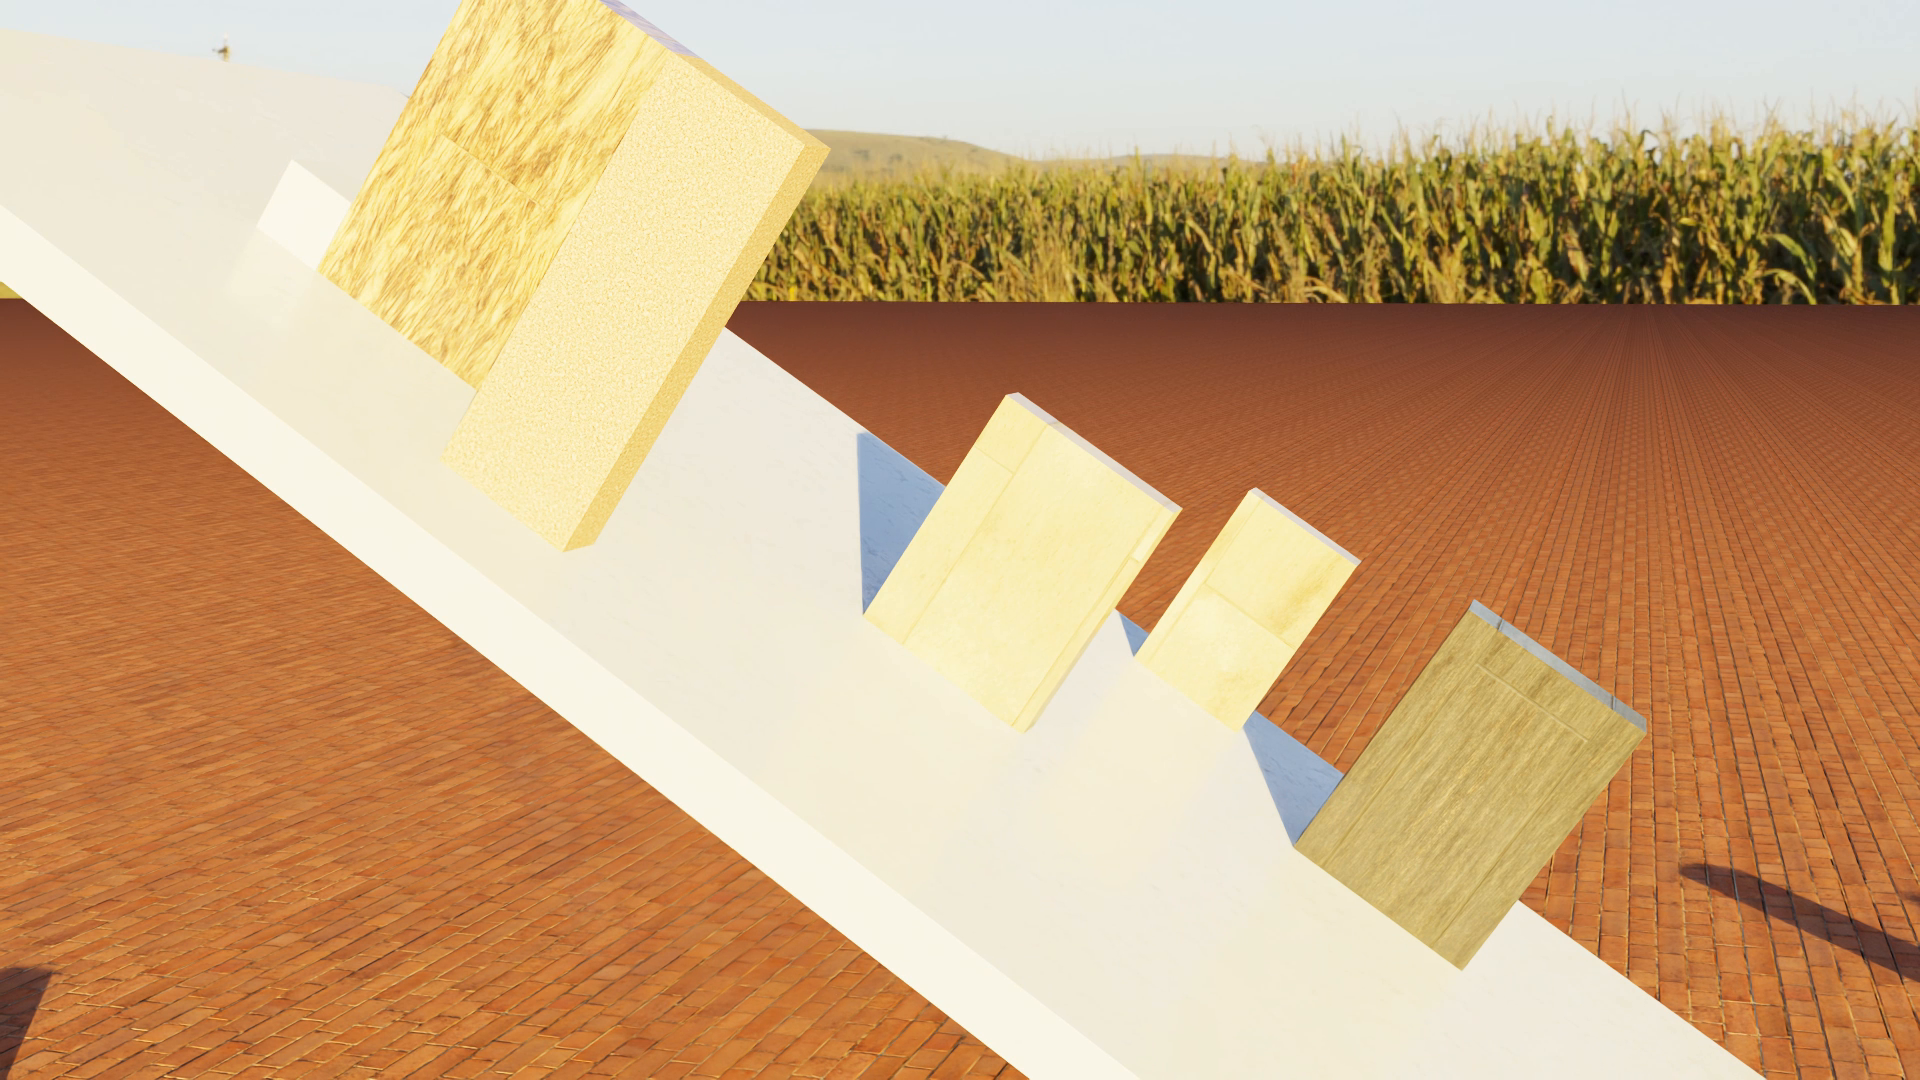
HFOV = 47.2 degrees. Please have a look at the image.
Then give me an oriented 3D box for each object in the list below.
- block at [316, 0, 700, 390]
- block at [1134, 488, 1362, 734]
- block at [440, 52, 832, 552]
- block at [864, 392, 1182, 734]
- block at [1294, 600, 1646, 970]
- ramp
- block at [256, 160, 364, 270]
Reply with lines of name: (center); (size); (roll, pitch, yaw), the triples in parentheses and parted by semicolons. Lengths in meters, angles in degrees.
block: (-0.792, -0.653, 3.864); (0.393, 0.689, 0.128); (36, 15, 10)
block: (0.612, 0.150, 4.697); (0.273, 0.443, 0.084); (36, 15, 10)
block: (-0.511, -0.362, 3.419); (0.254, 0.747, 0.111); (36, 15, 10)
block: (0.108, 0.042, 3.925); (0.360, 0.487, 0.081); (36, 15, 10)
block: (0.968, 0.465, 4.192); (0.389, 0.574, 0.142); (36, 15, 10)
ramp: (-0.119, 0.202, 4.095); (4.000, 0.100, 2.000); (36, 15, 10)
block: (-1.149, -0.587, 3.984); (0.142, 0.142, 0.142); (36, 15, 10)
